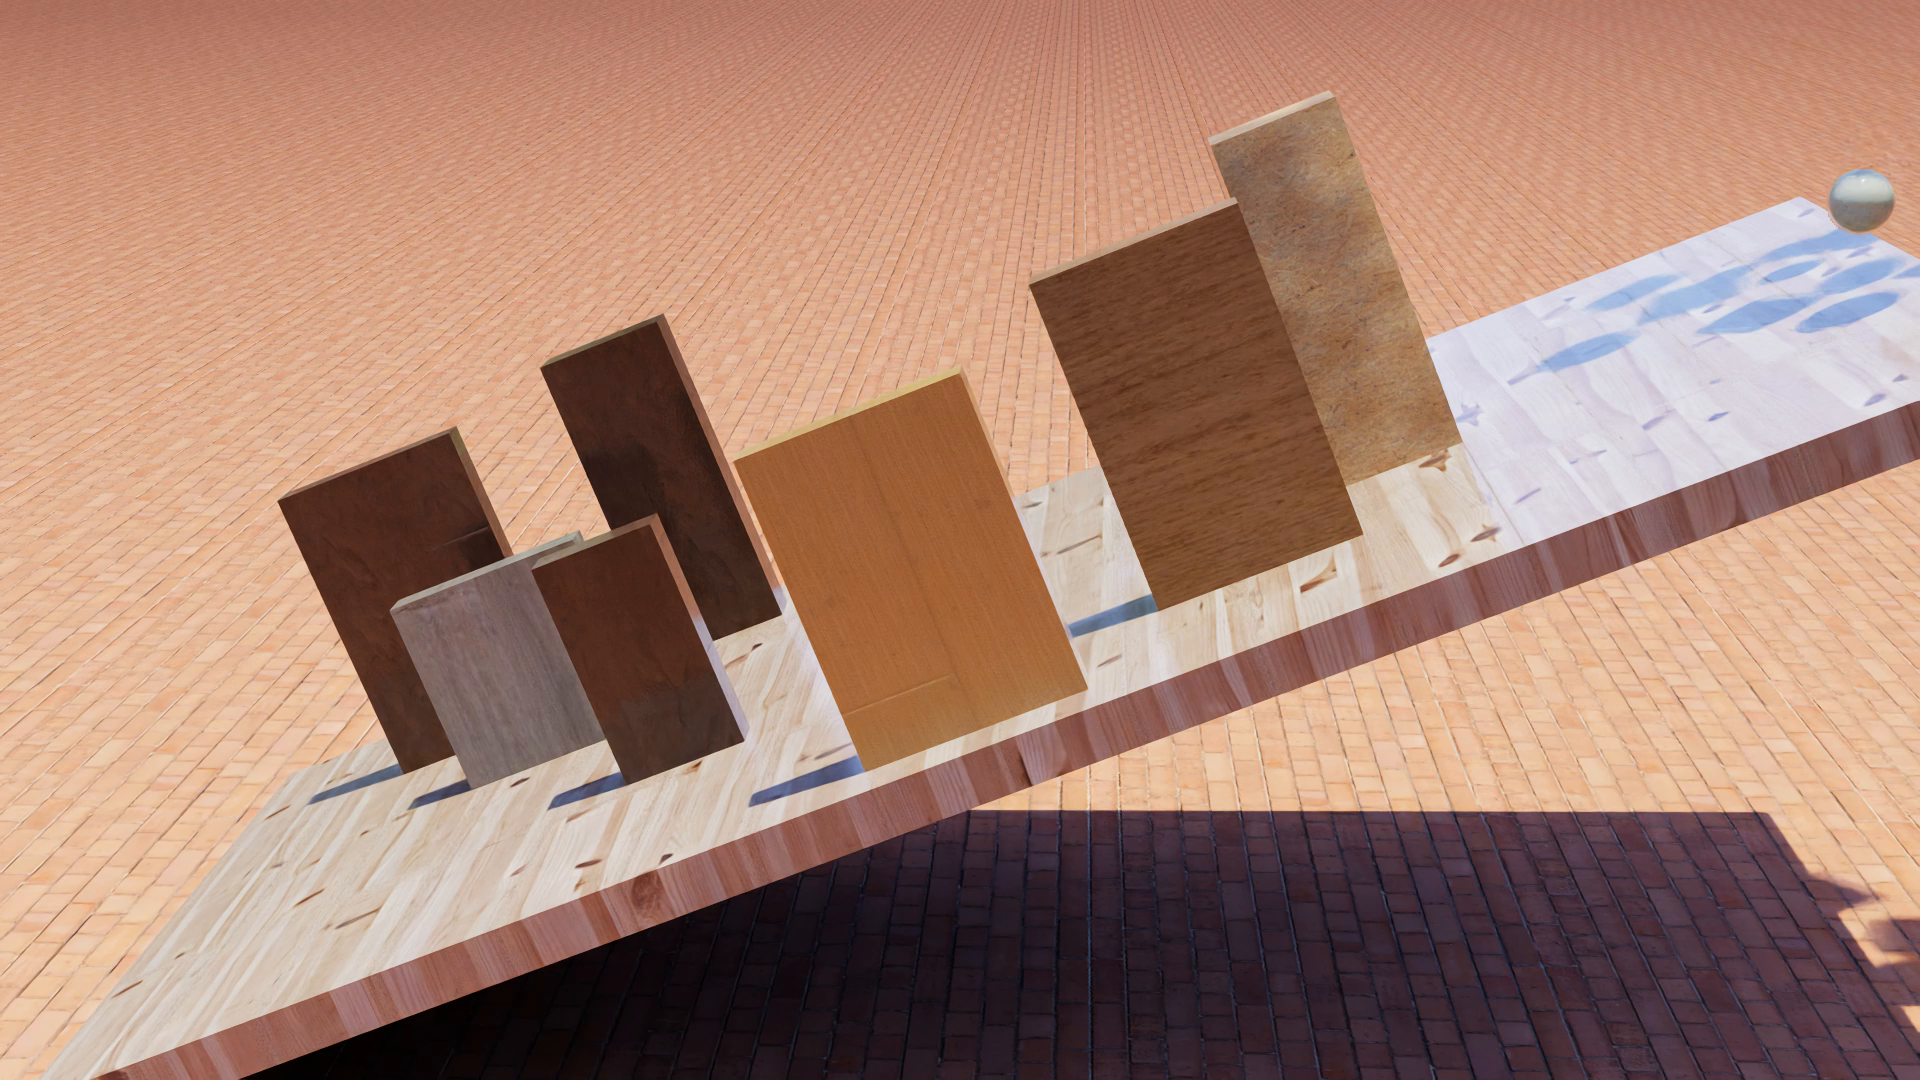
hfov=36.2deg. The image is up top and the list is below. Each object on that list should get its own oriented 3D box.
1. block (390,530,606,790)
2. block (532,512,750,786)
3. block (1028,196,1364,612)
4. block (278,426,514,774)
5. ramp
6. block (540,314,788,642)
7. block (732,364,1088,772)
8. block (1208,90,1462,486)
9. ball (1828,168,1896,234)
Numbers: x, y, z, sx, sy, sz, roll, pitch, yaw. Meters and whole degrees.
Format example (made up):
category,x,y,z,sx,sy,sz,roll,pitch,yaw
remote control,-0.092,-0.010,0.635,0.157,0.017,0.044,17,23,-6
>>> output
category,x,y,z,sx,sy,sz,roll,pitch,yaw
block,-0.963,0.267,6.523,0.442,0.445,0.090,-21,12,7
block,-0.653,0.225,6.035,0.264,0.492,0.098,-21,12,7
block,0.457,-0.259,5.673,0.423,0.689,0.096,-21,12,7
block,-1.246,0.145,6.915,0.441,0.715,0.085,-21,12,7
ramp,0.124,0.173,6.291,4.000,0.100,2.000,-21,12,7
block,-0.702,-0.126,7.010,0.300,0.761,0.119,-21,12,7
block,-0.086,0.056,5.407,0.444,0.635,0.084,-21,12,7
block,0.772,-0.514,6.052,0.266,0.759,0.147,-21,12,7
ball,1.833,-0.690,5.979,0.131,0.131,0.131,0,14,0
